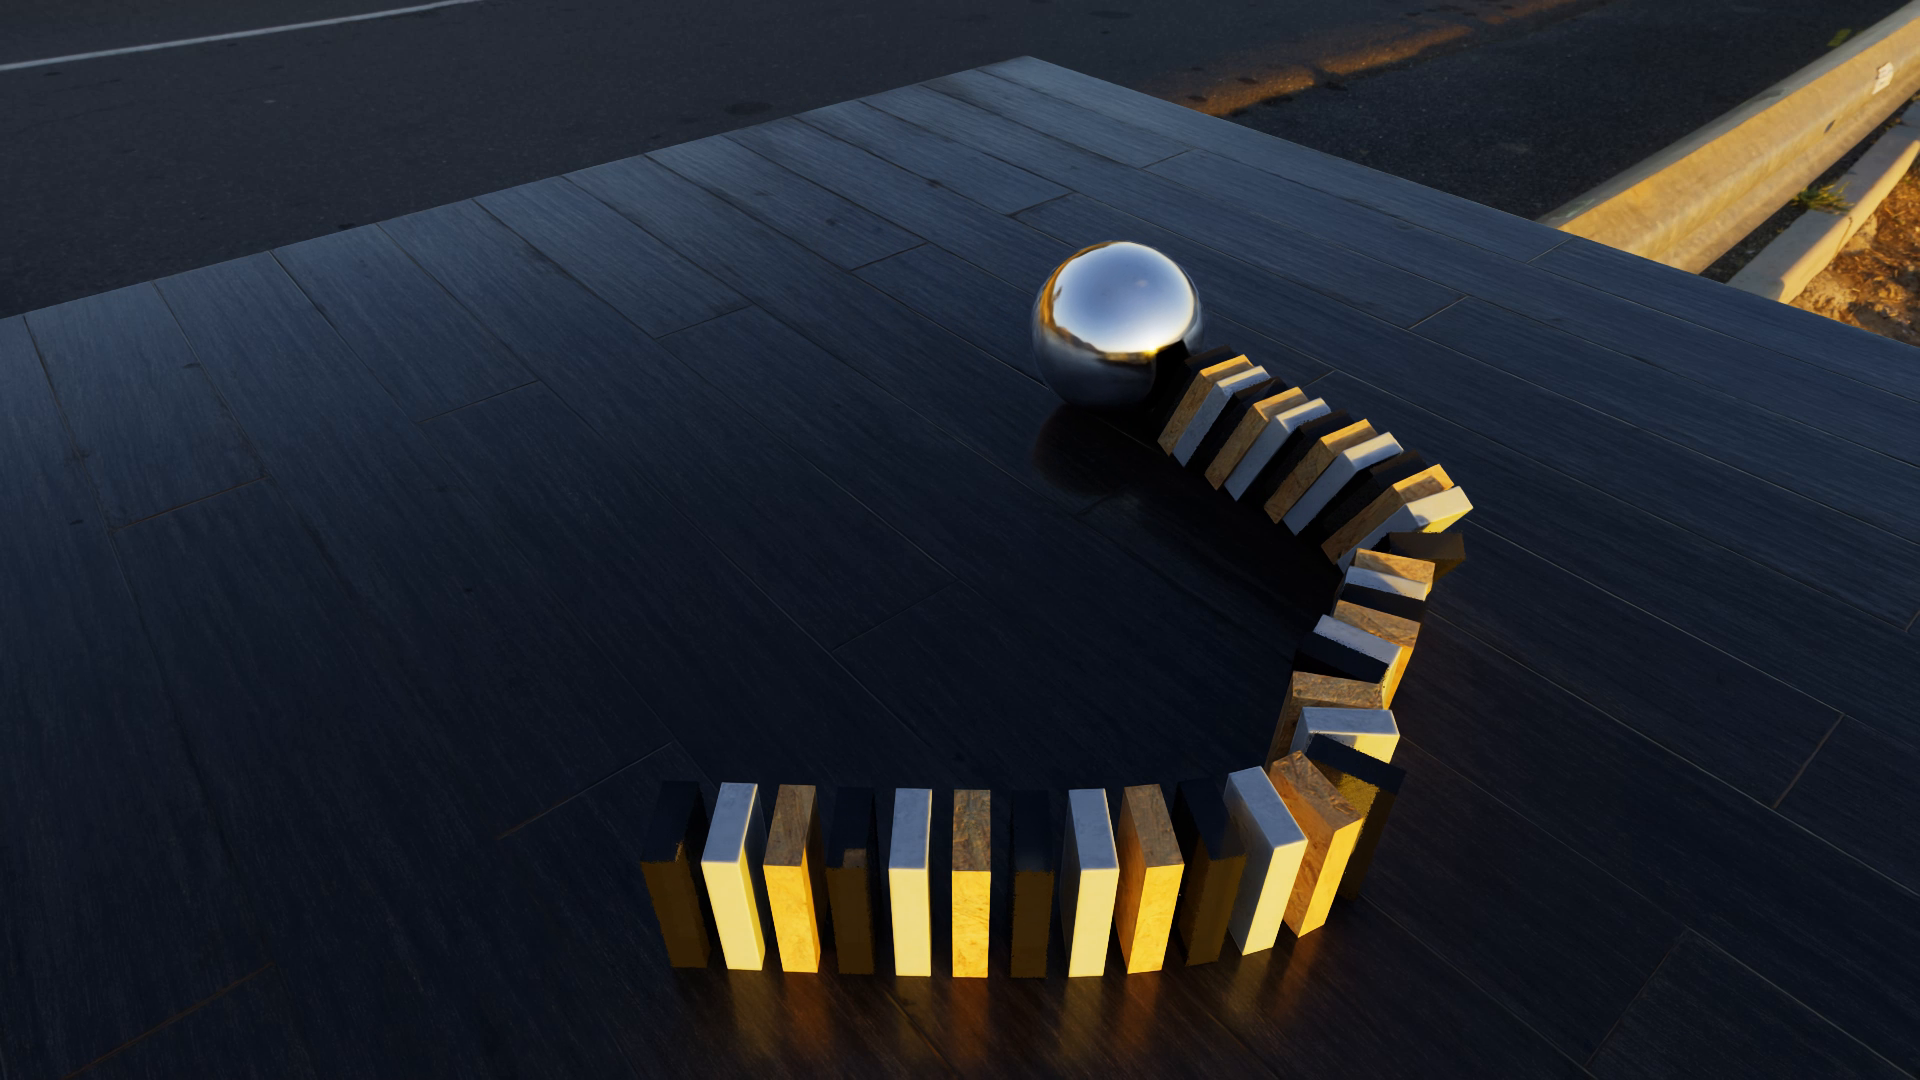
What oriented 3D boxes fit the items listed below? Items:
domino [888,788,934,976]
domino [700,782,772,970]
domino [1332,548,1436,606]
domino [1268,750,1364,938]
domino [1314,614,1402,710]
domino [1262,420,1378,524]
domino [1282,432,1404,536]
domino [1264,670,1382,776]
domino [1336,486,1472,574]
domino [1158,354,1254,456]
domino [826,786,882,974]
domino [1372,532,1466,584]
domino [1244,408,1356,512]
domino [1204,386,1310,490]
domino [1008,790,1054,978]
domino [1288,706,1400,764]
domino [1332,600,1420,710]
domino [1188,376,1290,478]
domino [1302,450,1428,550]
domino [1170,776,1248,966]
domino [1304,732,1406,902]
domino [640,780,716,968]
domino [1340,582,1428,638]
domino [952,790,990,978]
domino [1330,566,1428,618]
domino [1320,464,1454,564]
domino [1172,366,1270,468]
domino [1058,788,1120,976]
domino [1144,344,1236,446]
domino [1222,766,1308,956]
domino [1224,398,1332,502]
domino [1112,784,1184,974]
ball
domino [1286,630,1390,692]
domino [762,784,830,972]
[{"bbox_3d":[-0.013,0.093,0.298,0.009,0.050,0.025,1,39,1],"label":"domino"},{"bbox_3d":[-0.059,0.092,0.299,0.010,0.050,0.025,2,39,2],"label":"domino"},{"bbox_3d":[0.149,0.018,0.391,0.025,0.050,0.010,12,72,14],"label":"domino"},{"bbox_3d":[0.095,0.085,0.307,0.010,0.050,0.025,-18,43,-20],"label":"domino"},{"bbox_3d":[0.124,0.047,0.354,0.025,0.050,0.009,25,59,27],"label":"domino"},{"bbox_3d":[0.145,-0.027,0.445,0.025,0.050,0.009,-22,67,-24],"label":"domino"},{"bbox_3d":[0.152,-0.022,0.438,0.025,0.050,0.009,-21,67,-24],"label":"domino"},{"bbox_3d":[0.110,0.061,0.336,0.025,0.050,0.009,8,45,10],"label":"domino"},{"bbox_3d":[0.166,-0.002,0.414,0.025,0.050,0.010,-17,69,-19],"label":"domino"},{"bbox_3d":[0.108,-0.058,0.483,0.025,0.050,0.010,-22,67,-24],"label":"domino"},{"bbox_3d":[-0.028,0.093,0.298,0.009,0.050,0.025,1,39,2],"label":"domino"},{"bbox_3d":[0.160,0.010,0.401,0.025,0.050,0.010,0,70,0],"label":"domino"},{"bbox_3d":[0.139,-0.032,0.451,0.025,0.050,0.010,-22,67,-24],"label":"domino"},{"bbox_3d":[0.124,-0.042,0.463,0.025,0.050,0.009,-22,67,-25],"label":"domino"},{"bbox_3d":[0.019,0.093,0.297,0.009,0.050,0.025,0,39,0],"label":"domino"},{"bbox_3d":[0.110,0.070,0.326,0.025,0.050,0.009,2,40,2],"label":"domino"},{"bbox_3d":[0.133,0.040,0.362,0.025,0.050,0.010,17,60,20],"label":"domino"},{"bbox_3d":[0.119,-0.047,0.469,0.025,0.050,0.009,-22,67,-25],"label":"domino"},{"bbox_3d":[0.158,-0.015,0.431,0.025,0.050,0.009,-21,70,-24],"label":"domino"},{"bbox_3d":[0.065,0.091,0.300,0.009,0.050,0.025,-7,40,-8],"label":"domino"},{"bbox_3d":[0.107,0.080,0.314,0.025,0.050,0.009,22,45,25],"label":"domino"},{"bbox_3d":[-0.075,0.092,0.300,0.009,0.050,0.025,1,39,1],"label":"domino"},{"bbox_3d":[0.139,0.033,0.372,0.025,0.050,0.009,14,64,16],"label":"domino"},{"bbox_3d":[0.003,0.093,0.297,0.010,0.050,0.025,1,39,1],"label":"domino"},{"bbox_3d":[0.143,0.025,0.382,0.025,0.050,0.009,14,70,16],"label":"domino"},{"bbox_3d":[0.163,-0.009,0.423,0.025,0.050,0.009,-21,71,-24],"label":"domino"},{"bbox_3d":[0.113,-0.053,0.476,0.025,0.050,0.009,-22,67,-24],"label":"domino"},{"bbox_3d":[0.034,0.093,0.298,0.010,0.050,0.025,-2,39,-2],"label":"domino"},{"bbox_3d":[0.102,-0.064,0.490,0.025,0.050,0.009,-22,67,-24],"label":"domino"},{"bbox_3d":[0.080,0.089,0.303,0.009,0.050,0.025,-10,40,-13],"label":"domino"},{"bbox_3d":[0.132,-0.037,0.457,0.025,0.050,0.010,-22,67,-24],"label":"domino"},{"bbox_3d":[0.050,0.092,0.299,0.010,0.050,0.025,-4,40,-5],"label":"domino"},{"bbox_3d":[0.072,-0.097,0.506,0.080,0.080,0.080,0,39,0],"label":"ball"},{"bbox_3d":[0.116,0.053,0.346,0.025,0.050,0.009,25,52,27],"label":"domino"},{"bbox_3d":[-0.044,0.092,0.299,0.010,0.050,0.025,2,39,2],"label":"domino"}]
